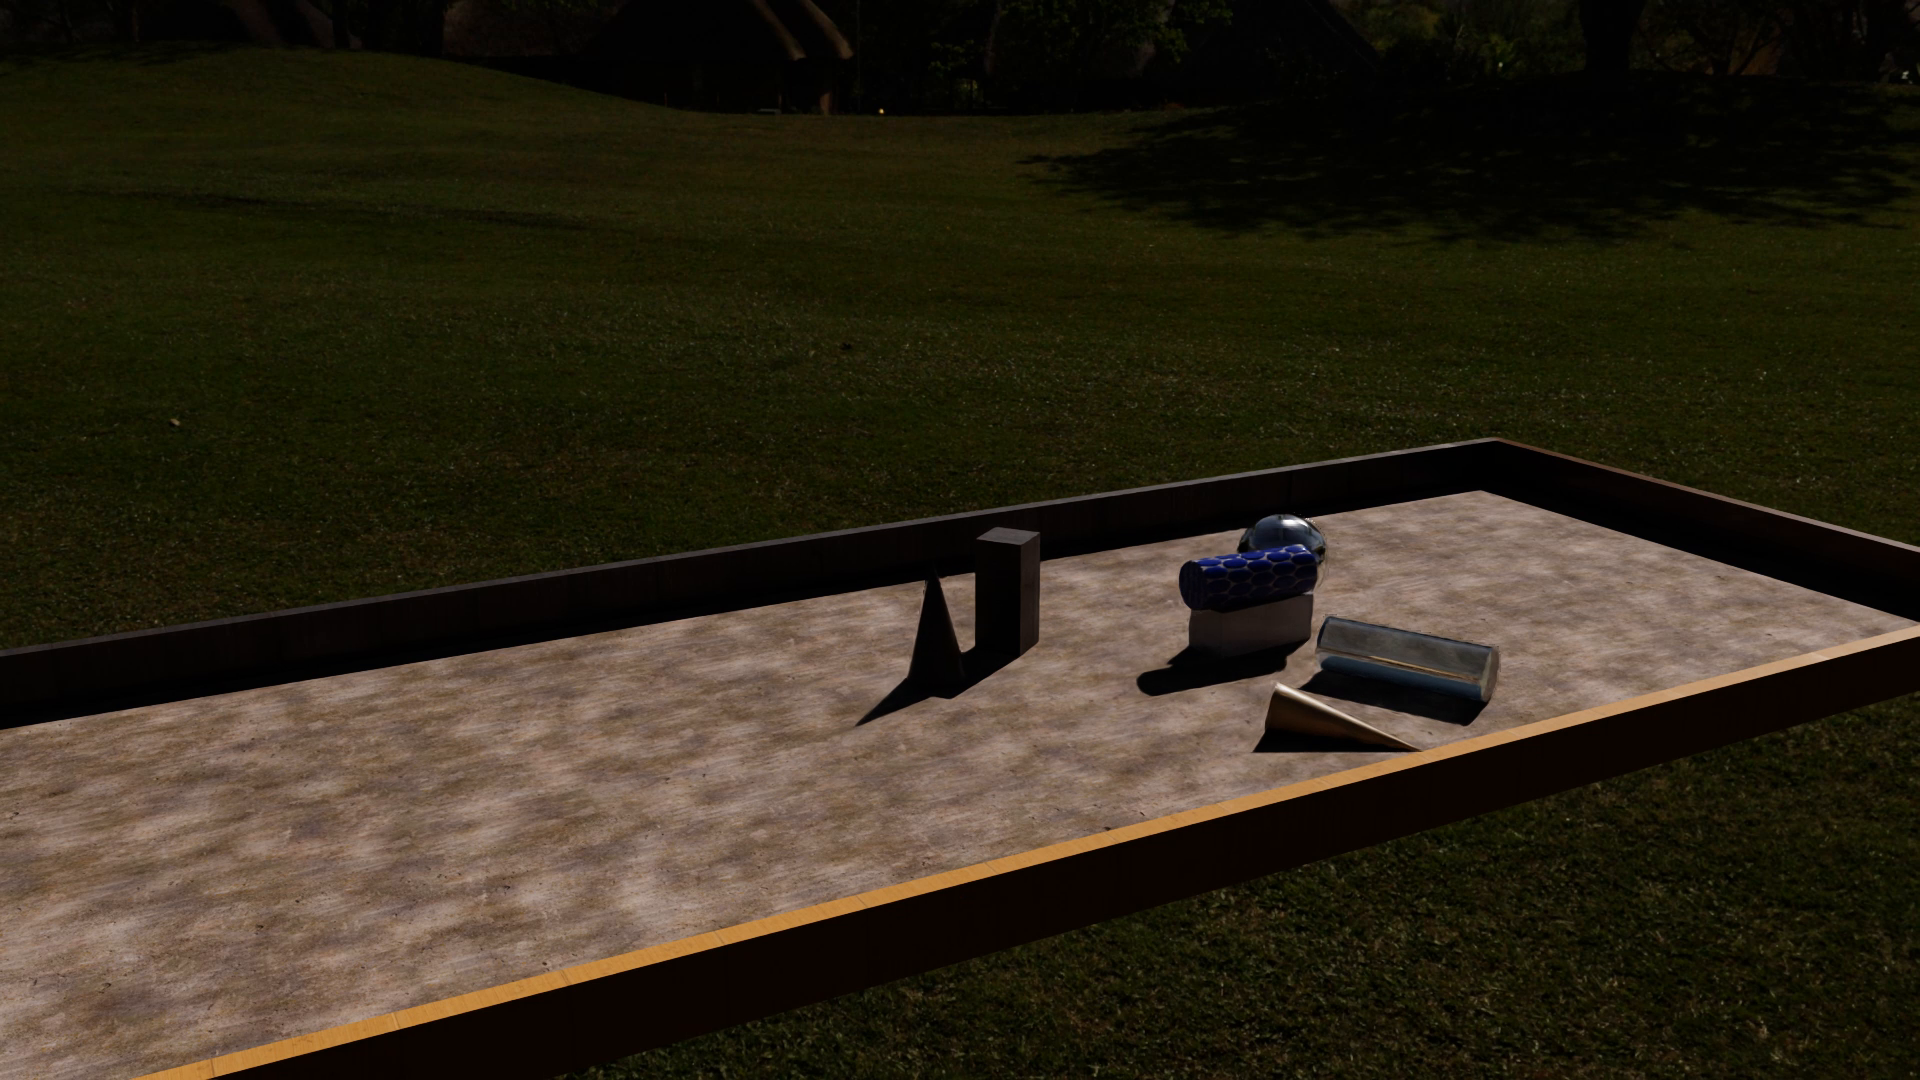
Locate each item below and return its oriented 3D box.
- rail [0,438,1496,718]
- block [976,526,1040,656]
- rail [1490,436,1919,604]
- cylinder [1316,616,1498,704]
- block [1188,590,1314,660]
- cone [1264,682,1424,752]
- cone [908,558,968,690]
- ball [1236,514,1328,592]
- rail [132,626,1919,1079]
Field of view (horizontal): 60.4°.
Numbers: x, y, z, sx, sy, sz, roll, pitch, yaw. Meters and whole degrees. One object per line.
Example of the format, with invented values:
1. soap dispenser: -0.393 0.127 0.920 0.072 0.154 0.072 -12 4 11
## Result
1. rail: -3.305 0.497 3.399 12.000 0.150 0.050 -9 18 -27
2. block: 0.126 0.135 4.354 0.129 0.305 0.129 8 18 24
3. rail: 2.466 -0.048 5.253 0.050 0.150 2.100 -9 18 -27
4. cylinder: 1.110 0.295 4.106 0.418 0.137 0.137 11 19 32
5. block: 0.778 0.213 4.405 0.319 0.128 0.128 -10 19 -31
6. cone: 0.890 0.433 3.778 0.360 0.117 0.117 16 21 19
7. cone: -0.062 0.194 4.112 0.151 0.321 0.151 -2 19 1
8. ball: 0.918 0.056 4.703 0.261 0.261 0.261 0 16 0
9. rail: -2.336 1.006 1.665 12.000 0.150 0.050 -9 18 -27
